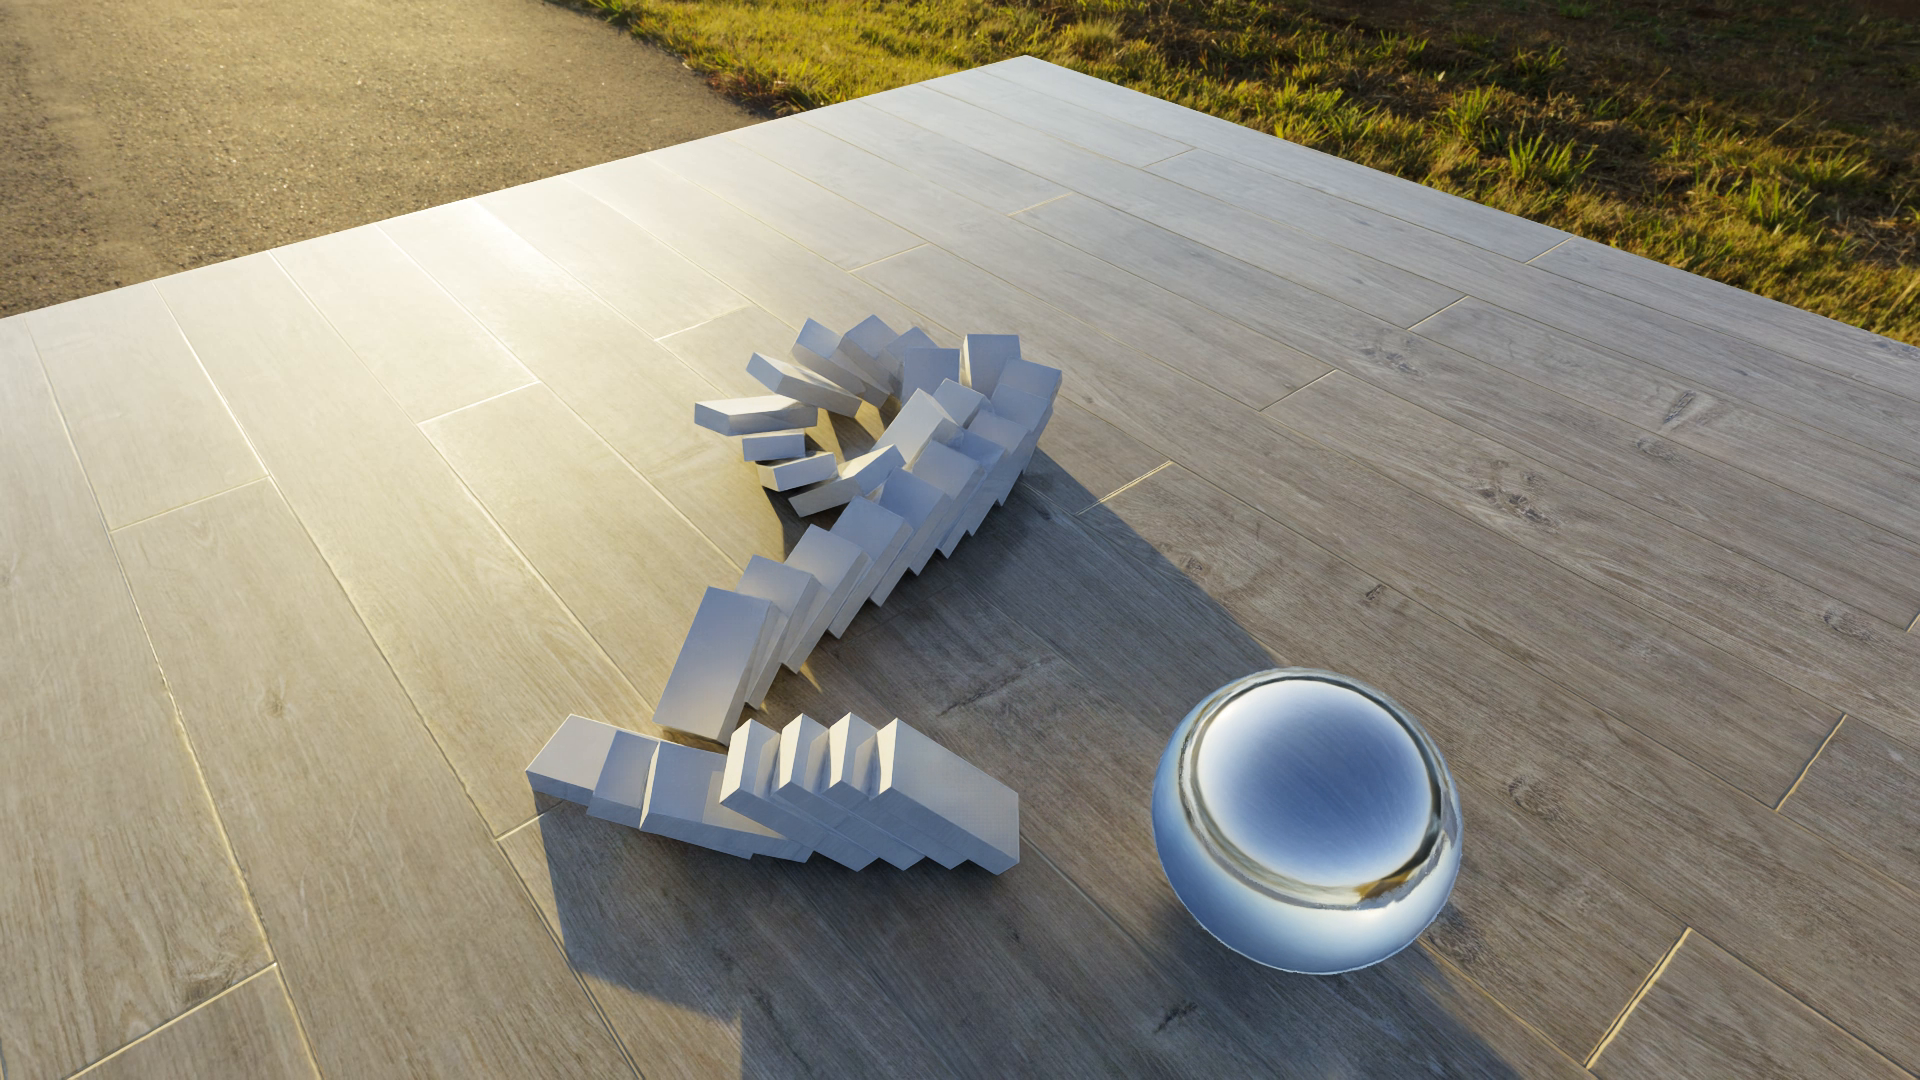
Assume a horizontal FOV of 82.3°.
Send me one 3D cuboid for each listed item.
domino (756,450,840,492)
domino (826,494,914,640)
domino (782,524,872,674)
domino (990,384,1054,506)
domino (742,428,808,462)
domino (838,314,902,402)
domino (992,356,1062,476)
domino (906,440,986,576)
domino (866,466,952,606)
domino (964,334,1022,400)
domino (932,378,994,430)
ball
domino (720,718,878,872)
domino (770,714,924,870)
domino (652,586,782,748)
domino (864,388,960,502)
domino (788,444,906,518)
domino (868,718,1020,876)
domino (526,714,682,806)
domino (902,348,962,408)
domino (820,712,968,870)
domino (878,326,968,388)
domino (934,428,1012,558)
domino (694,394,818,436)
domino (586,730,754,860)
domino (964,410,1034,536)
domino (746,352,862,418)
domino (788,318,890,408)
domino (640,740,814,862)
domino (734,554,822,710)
[{"bbox_3d":[-0.068,-0.029,0.459,0.025,0.010,0.050,-16,10,-16],"label":"domino"},{"bbox_3d":[-0.042,0.010,0.414,0.025,0.010,0.050,27,75,28],"label":"domino"},{"bbox_3d":[-0.057,0.021,0.401,0.025,0.009,0.050,24,72,27],"label":"domino"},{"bbox_3d":[0.018,-0.041,0.475,0.025,0.010,0.050,23,73,22],"label":"domino"},{"bbox_3d":[-0.079,-0.041,0.475,0.025,0.009,0.050,-5,9,-6],"label":"domino"},{"bbox_3d":[-0.031,-0.085,0.529,0.050,0.010,0.025,41,46,3],"label":"domino"},{"bbox_3d":[0.025,-0.056,0.492,0.025,0.009,0.050,18,72,14],"label":"domino"},{"bbox_3d":[-0.014,-0.013,0.437,0.025,0.010,0.050,28,78,28],"label":"domino"},{"bbox_3d":[-0.028,-0.002,0.426,0.025,0.010,0.050,29,78,28],"label":"domino"},{"bbox_3d":[0.017,-0.072,0.512,0.025,0.009,0.050,-1,67,-10],"label":"domino"},{"bbox_3d":[-0.011,-0.045,0.477,0.025,0.010,0.050,30,78,39],"label":"domino"},{"bbox_3d":[0.092,0.074,0.297,0.080,0.080,0.080,0,39,0],"label":"ball"},{"bbox_3d":[-0.046,0.076,0.326,0.050,0.009,0.025,35,31,-26],"label":"domino"},{"bbox_3d":[-0.032,0.075,0.327,0.050,0.009,0.025,37,31,-24],"label":"domino"},{"bbox_3d":[-0.082,0.042,0.374,0.025,0.010,0.050,11,67,18],"label":"domino"},{"bbox_3d":[-0.024,-0.036,0.461,0.009,0.050,0.025,26,19,-43],"label":"domino"},{"bbox_3d":[-0.047,-0.024,0.449,0.050,0.010,0.025,-13,23,50],"label":"domino"},{"bbox_3d":[-0.004,0.076,0.325,0.050,0.010,0.025,36,32,-25],"label":"domino"},{"bbox_3d":[-0.110,0.074,0.353,0.050,0.010,0.025,12,41,14],"label":"domino"},{"bbox_3d":[-0.013,-0.062,0.498,0.025,0.009,0.050,2,74,3],"label":"domino"},{"bbox_3d":[-0.018,0.075,0.327,0.050,0.010,0.025,37,32,-24],"label":"domino"},{"bbox_3d":[-0.012,-0.076,0.519,0.050,0.010,0.025,44,51,6],"label":"domino"},{"bbox_3d":[-0.003,-0.020,0.448,0.025,0.009,0.050,27,77,28],"label":"domino"},{"bbox_3d":[-0.092,-0.057,0.497,0.025,0.010,0.050,22,24,38],"label":"domino"},{"bbox_3d":[-0.084,0.077,0.334,0.050,0.010,0.025,20,38,-13],"label":"domino"},{"bbox_3d":[0.007,-0.029,0.460,0.025,0.009,0.050,26,75,28],"label":"domino"},{"bbox_3d":[-0.072,-0.071,0.508,0.025,0.009,0.050,38,16,37],"label":"domino"},{"bbox_3d":[-0.056,-0.085,0.528,0.050,0.009,0.025,29,37,-14],"label":"domino"},{"bbox_3d":[-0.068,0.078,0.327,0.050,0.010,0.025,17,38,-20],"label":"domino"},{"bbox_3d":[-0.072,0.032,0.387,0.025,0.010,0.050,17,69,20],"label":"domino"}]
